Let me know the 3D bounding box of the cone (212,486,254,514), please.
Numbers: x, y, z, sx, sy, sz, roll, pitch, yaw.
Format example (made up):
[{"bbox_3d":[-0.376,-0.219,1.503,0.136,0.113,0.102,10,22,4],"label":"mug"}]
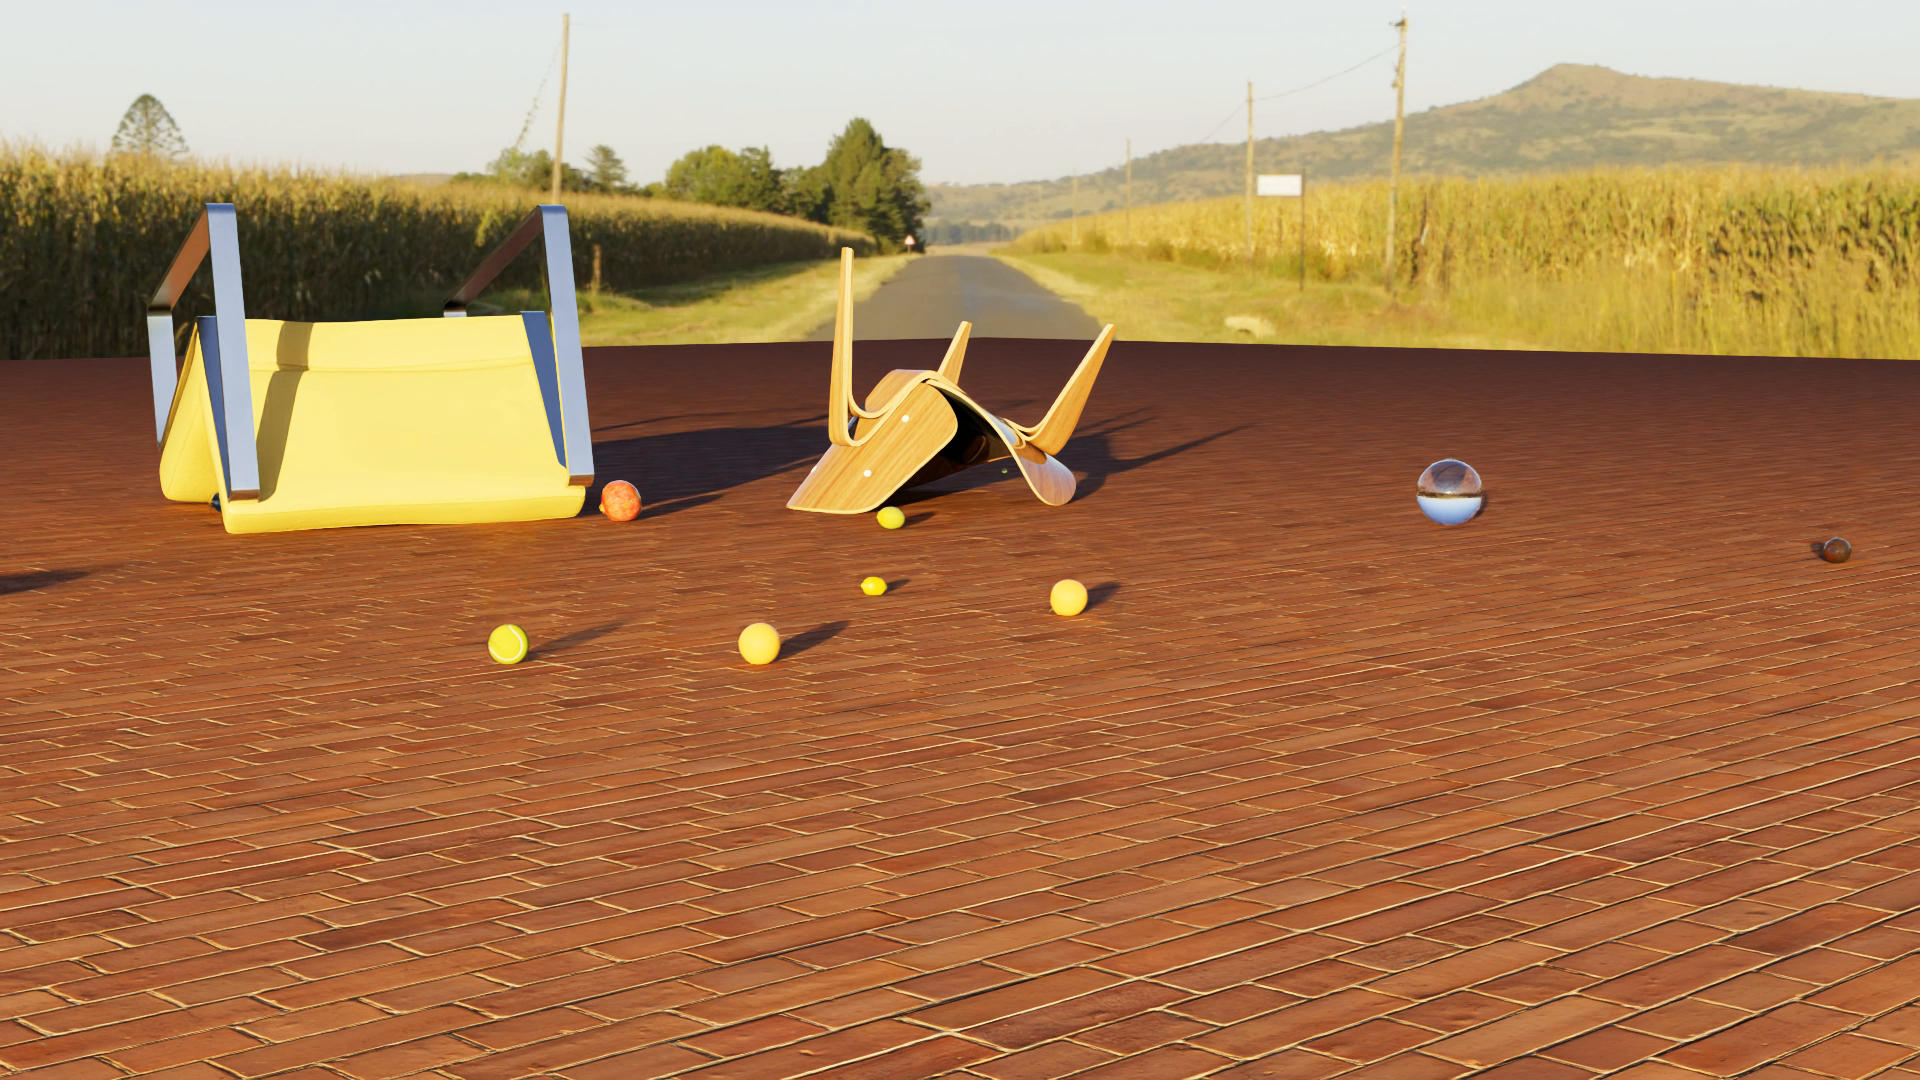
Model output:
[{"bbox_3d":[-2.017,-0.094,7.137,0.114,0.083,0.091,-4,-18,-9],"label":"cone"}]

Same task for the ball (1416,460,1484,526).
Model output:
[{"bbox_3d":[1.292,-0.125,6.770,0.175,0.175,0.175,0,6,0],"label":"ball"}]
